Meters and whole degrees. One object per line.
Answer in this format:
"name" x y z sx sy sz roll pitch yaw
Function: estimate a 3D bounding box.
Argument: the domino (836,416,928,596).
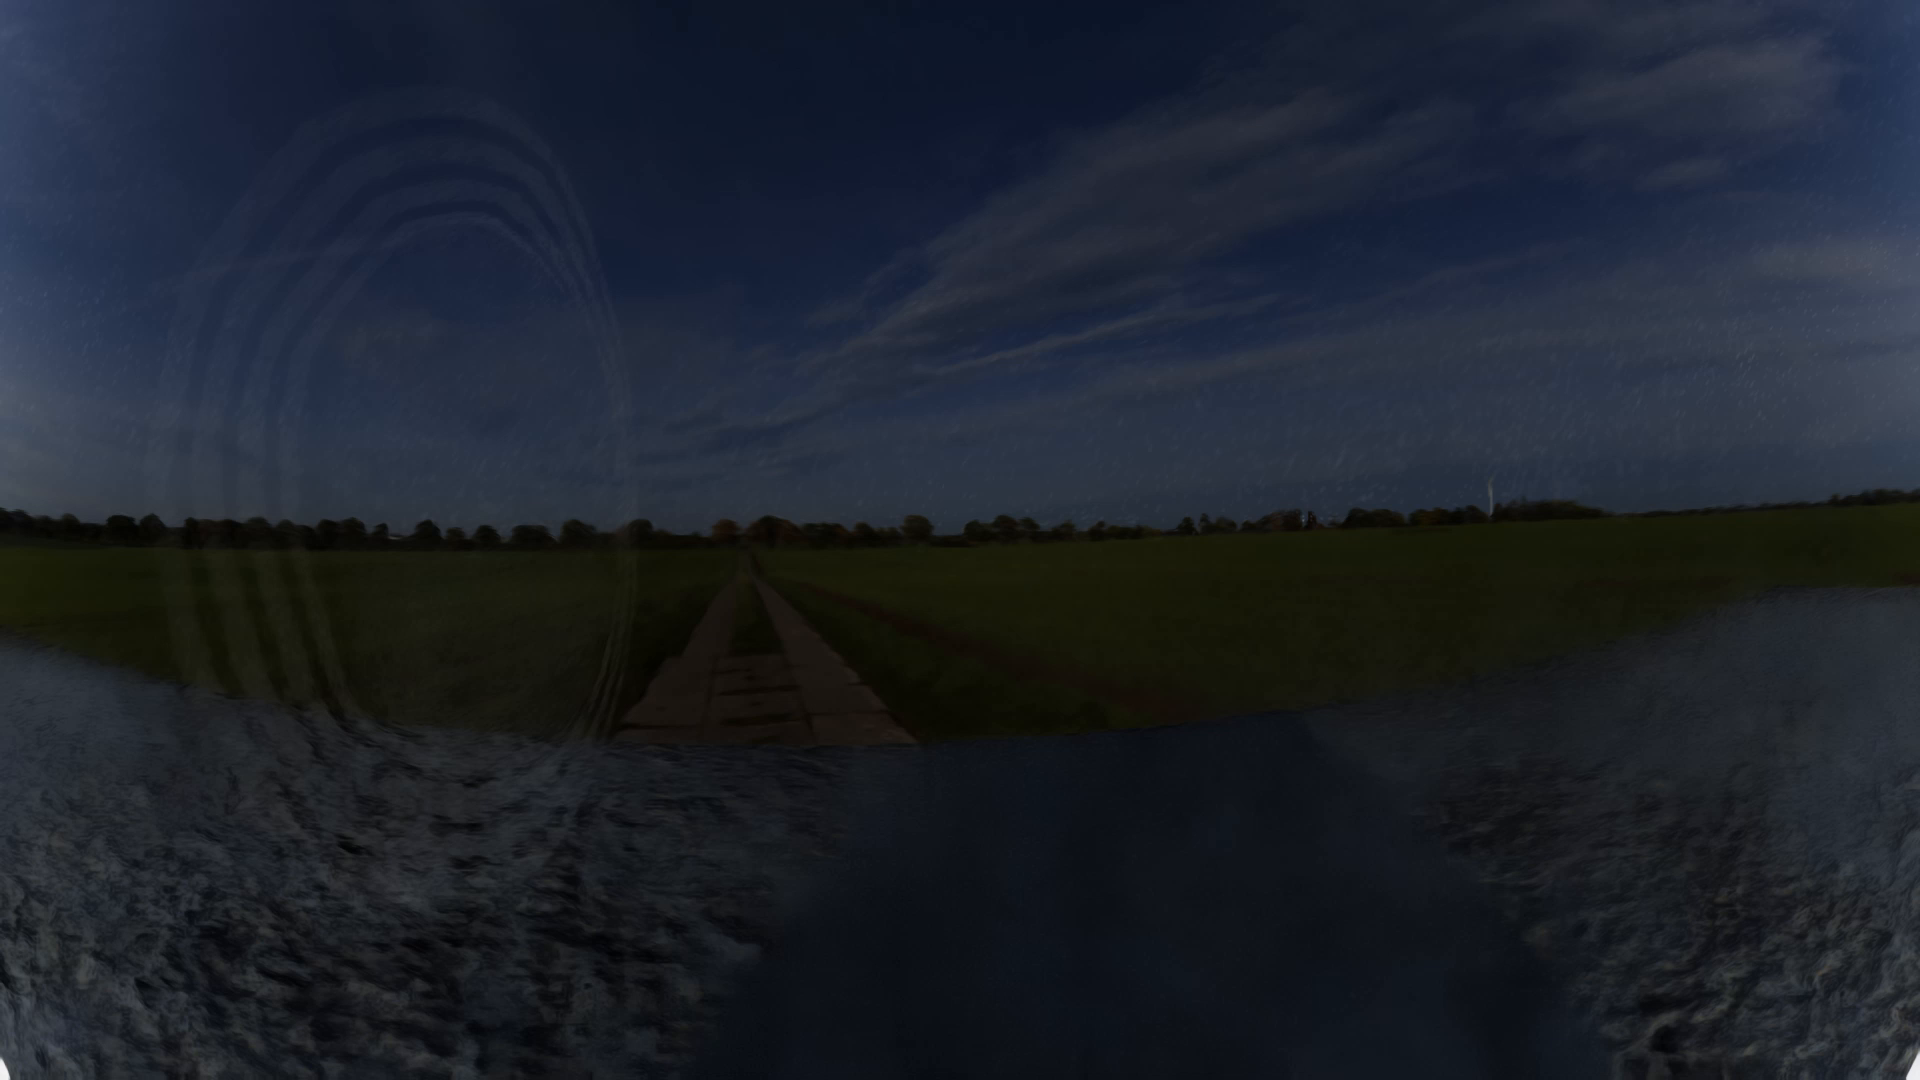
"domino" -0.022 -0.010 0.362 0.025 0.050 0.009 0 4 2

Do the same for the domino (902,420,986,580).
"domino" -0.005 -0.013 0.404 0.025 0.050 0.009 1 4 13

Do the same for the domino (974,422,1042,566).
"domino" 0.017 -0.017 0.459 0.010 0.050 0.025 -4 6 -41

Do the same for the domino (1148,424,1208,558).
"domino" 0.084 -0.019 0.493 0.009 0.050 0.025 -2 5 -24

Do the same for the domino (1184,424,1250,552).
"domino" 0.103 -0.021 0.515 0.025 0.050 0.009 1 4 14

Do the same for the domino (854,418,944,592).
"domino" -0.018 -0.011 0.377 0.025 0.050 0.010 2 5 25

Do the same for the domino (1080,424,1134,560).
"domino" 0.055 -0.019 0.483 0.010 0.050 0.025 -2 5 -21

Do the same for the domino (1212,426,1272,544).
"domino" 0.121 -0.024 0.553 0.009 0.050 0.025 -3 5 -32

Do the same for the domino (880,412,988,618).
"domino" -0.006 -0.006 0.320 0.025 0.050 0.010 -2 5 -26

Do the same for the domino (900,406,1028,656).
"domino" 0.001 -0.002 0.261 0.025 0.050 0.009 1 4 7

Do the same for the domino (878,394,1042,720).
"domino" 0.000 0.002 0.201 0.025 0.050 0.009 0 4 0

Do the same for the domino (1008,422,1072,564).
"domino" 0.029 -0.018 0.468 0.010 0.050 0.025 -3 5 -34

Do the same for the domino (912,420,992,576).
"domino" -0.003 -0.014 0.419 0.025 0.050 0.010 1 4 7

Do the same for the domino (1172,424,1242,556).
"domino" 0.097 -0.020 0.500 0.025 0.050 0.010 4 6 45

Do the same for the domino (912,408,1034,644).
"domino" 0.003 -0.003 0.276 0.025 0.050 0.010 0 4 6

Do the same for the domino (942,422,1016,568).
"domino" 0.006 -0.016 0.448 0.025 0.050 0.010 3 5 36

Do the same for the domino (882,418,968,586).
"domino" -0.011 -0.012 0.390 0.025 0.050 0.009 2 5 28

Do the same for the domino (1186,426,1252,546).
"domino" 0.110 -0.023 0.543 0.025 0.050 0.010 3 5 37

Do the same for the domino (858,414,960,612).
"domino" -0.013 -0.007 0.334 0.025 0.050 0.009 -2 5 -26

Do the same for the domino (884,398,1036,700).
"domino" 0.000 0.001 0.216 0.025 0.050 0.010 0 4 0

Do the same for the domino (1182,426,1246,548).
"domino" 0.105 -0.022 0.529 0.025 0.050 0.010 1 4 9

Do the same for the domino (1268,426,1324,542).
"domino" 0.148 -0.025 0.567 0.009 0.050 0.025 -2 5 -25

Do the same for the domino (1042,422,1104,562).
"domino" 0.041 -0.018 0.476 0.009 0.050 0.025 -3 5 -31

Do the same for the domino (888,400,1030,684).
"domino" 0.000 0.000 0.231 0.025 0.050 0.010 0 4 0

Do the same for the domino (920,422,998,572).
"domino" 0.000 -0.015 0.434 0.025 0.050 0.009 1 4 15

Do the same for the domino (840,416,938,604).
"domino" -0.019 -0.009 0.347 0.025 0.050 0.009 -2 5 -20

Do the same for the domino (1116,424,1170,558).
"domino" 0.069 -0.019 0.488 0.009 0.050 0.025 -1 5 -19

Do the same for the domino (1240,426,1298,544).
"domino" 0.135 -0.024 0.560 0.009 0.050 0.025 -2 5 -26

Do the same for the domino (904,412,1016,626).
"domino" 0.000 -0.005 0.306 0.025 0.050 0.009 -2 5 -20

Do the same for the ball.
"ball" 0.000 -0.002 0.056 0.080 0.080 0.080 0 4 0

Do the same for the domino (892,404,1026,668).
"domino" 0.000 -0.001 0.246 0.025 0.050 0.010 0 4 1

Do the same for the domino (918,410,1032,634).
"domino" 0.003 -0.004 0.291 0.025 0.050 0.009 0 4 -5
